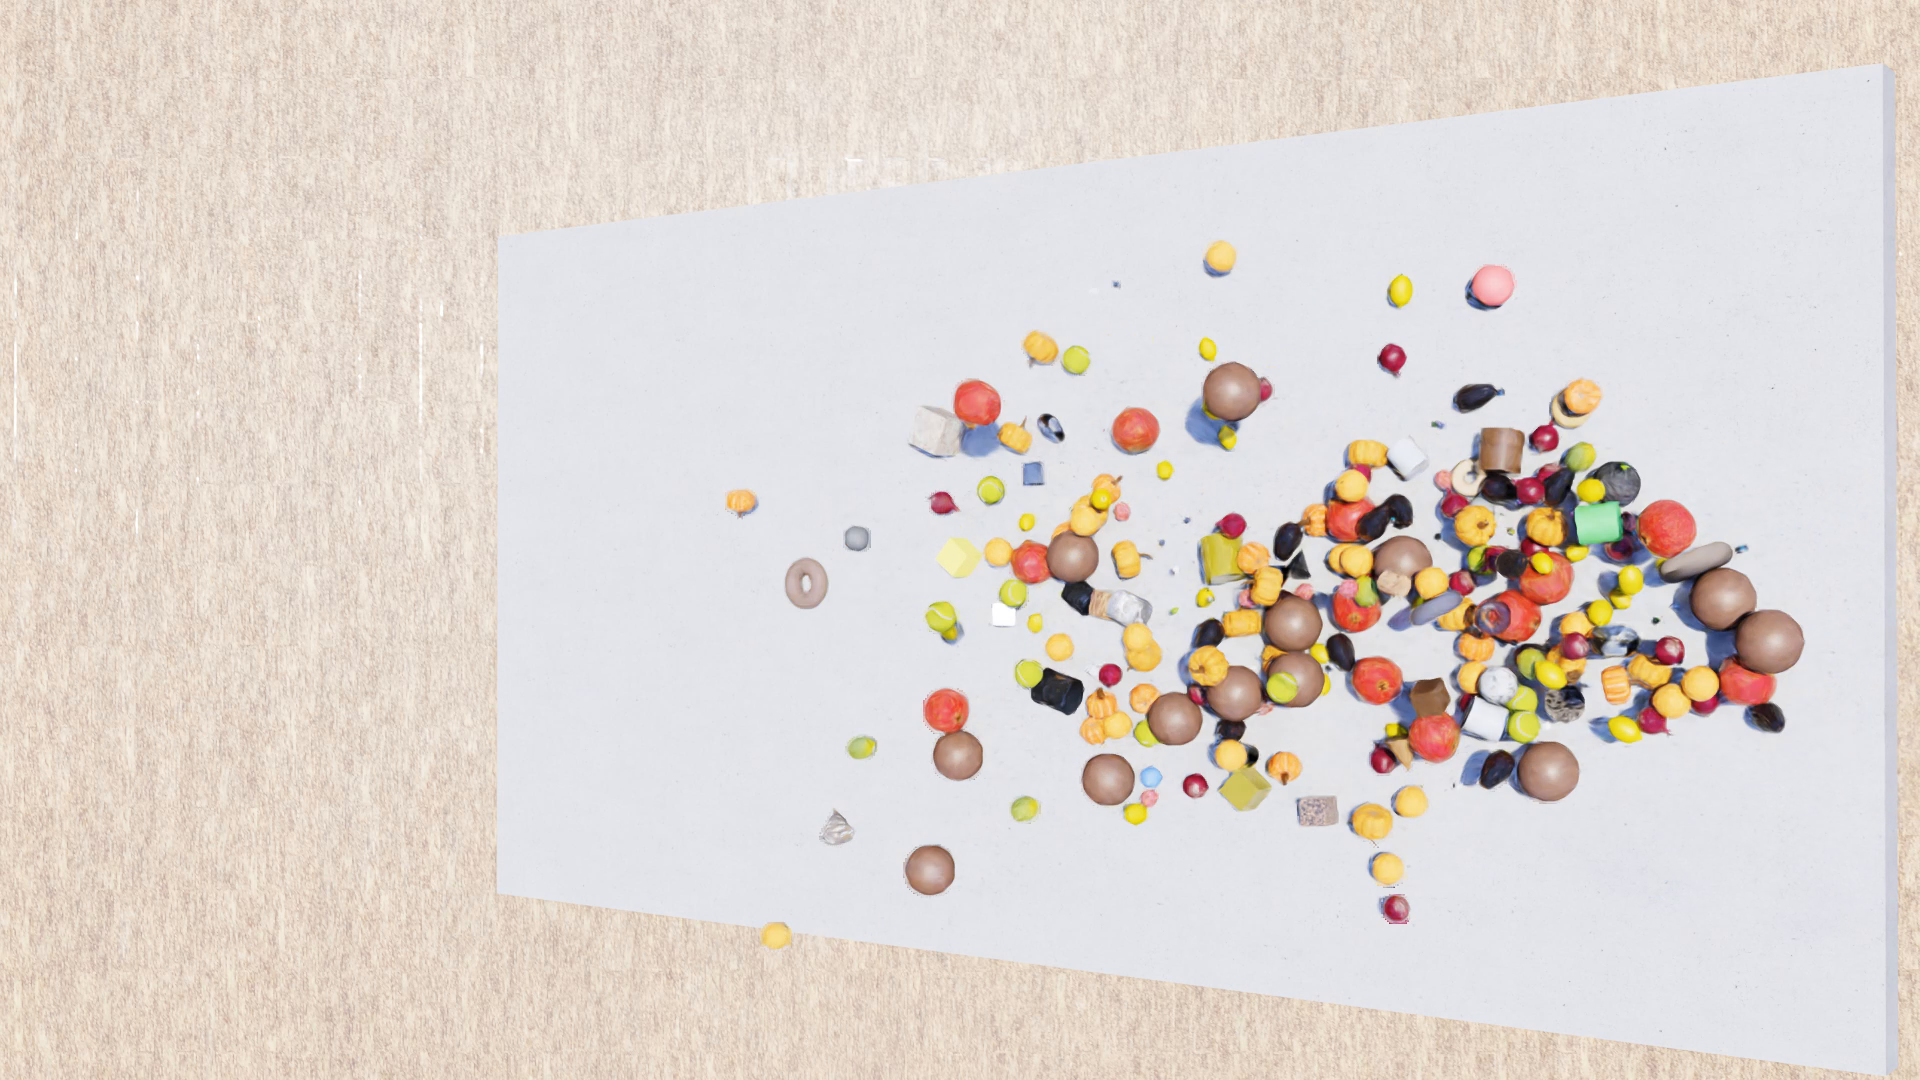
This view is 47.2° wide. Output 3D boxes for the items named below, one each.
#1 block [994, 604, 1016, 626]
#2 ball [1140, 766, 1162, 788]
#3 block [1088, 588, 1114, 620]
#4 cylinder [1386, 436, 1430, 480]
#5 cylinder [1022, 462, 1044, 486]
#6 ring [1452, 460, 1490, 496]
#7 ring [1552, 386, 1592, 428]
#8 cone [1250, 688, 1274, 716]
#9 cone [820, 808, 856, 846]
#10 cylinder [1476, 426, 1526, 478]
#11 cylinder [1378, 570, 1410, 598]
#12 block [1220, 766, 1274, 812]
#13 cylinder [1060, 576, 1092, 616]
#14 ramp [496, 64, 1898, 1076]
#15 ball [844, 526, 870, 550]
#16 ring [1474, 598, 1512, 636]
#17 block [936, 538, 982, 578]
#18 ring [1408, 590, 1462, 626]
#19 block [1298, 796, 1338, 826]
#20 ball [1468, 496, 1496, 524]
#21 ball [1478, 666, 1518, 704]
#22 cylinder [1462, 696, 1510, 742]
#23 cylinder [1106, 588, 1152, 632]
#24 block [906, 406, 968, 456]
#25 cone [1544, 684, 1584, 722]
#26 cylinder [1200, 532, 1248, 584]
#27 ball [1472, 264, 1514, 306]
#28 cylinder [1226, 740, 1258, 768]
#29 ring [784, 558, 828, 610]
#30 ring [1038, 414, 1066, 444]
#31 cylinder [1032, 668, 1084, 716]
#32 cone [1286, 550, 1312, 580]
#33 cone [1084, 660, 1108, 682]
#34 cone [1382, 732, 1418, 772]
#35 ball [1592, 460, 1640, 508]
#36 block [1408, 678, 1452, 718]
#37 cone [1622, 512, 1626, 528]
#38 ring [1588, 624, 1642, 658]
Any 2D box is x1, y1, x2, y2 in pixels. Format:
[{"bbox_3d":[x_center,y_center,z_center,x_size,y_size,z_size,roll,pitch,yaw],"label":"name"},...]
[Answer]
[{"bbox_3d":[0.111,0.188,5.519,0.053,0.053,0.053,1,87,1],"label":"block"},{"bbox_3d":[0.461,0.572,5.298,0.053,0.053,0.053,0,90,0],"label":"ball"},{"bbox_3d":[0.360,0.157,5.368,0.062,0.062,0.062,17,99,35],"label":"block"},{"bbox_3d":[0.999,-0.182,4.900,0.070,0.070,0.070,-36,67,0],"label":"cylinder"},{"bbox_3d":[0.183,-0.165,5.503,0.055,0.055,0.055,-1,89,0],"label":"cylinder"},{"bbox_3d":[1.120,-0.137,4.828,0.084,0.028,0.084,-8,71,25],"label":"ring"},{"bbox_3d":[1.308,-0.284,4.701,0.089,0.030,0.089,0,90,36],"label":"ring"},{"bbox_3d":[0.691,0.379,5.125,0.063,0.063,0.063,0,89,36],"label":"cone"},{"bbox_3d":[-0.331,0.752,5.880,0.092,0.092,0.092,-11,48,0],"label":"cone"},{"bbox_3d":[1.169,-0.190,4.754,0.093,0.093,0.093,10,80,0],"label":"cylinder"},{"bbox_3d":[0.936,0.096,4.744,0.050,0.050,0.050,-12,112,-33],"label":"cylinder"},{"bbox_3d":[0.669,0.581,5.134,0.073,0.073,0.073,46,115,27],"label":"block"},{"bbox_3d":[0.298,0.138,5.409,0.071,0.071,0.071,41,90,29],"label":"cylinder"},{"bbox_3d":[0.238,0.066,5.559,4.000,0.100,2.000,0,89,36],"label":"ramp"},{"bbox_3d":[-0.273,-0.005,5.828,0.068,0.068,0.068,0,90,0],"label":"ball"},{"bbox_3d":[1.131,0.163,4.669,0.079,0.026,0.079,0,92,5],"label":"ring"},{"bbox_3d":[-0.001,0.044,5.627,0.071,0.071,0.071,47,115,27],"label":"block"},{"bbox_3d":[1.016,0.146,4.698,0.124,0.124,0.041,-28,81,0],"label":"ring"},{"bbox_3d":[0.821,0.620,5.028,0.064,0.064,0.064,-6,86,36],"label":"block"},{"bbox_3d":[1.138,-0.067,4.798,0.060,0.060,0.060,0,90,0],"label":"ball"},{"bbox_3d":[1.152,0.310,4.706,0.084,0.084,0.084,0,90,0],"label":"ball"},{"bbox_3d":[1.131,0.386,4.733,0.078,0.078,0.078,23,90,7],"label":"cylinder"},{"bbox_3d":[0.409,0.169,5.306,0.079,0.079,0.079,28,90,32],"label":"cylinder"},{"bbox_3d":[-0.058,-0.280,5.654,0.098,0.098,0.098,27,105,33],"label":"block"},{"bbox_3d":[1.282,0.356,4.685,0.084,0.084,0.084,-2,74,6],"label":"cone"},{"bbox_3d":[0.616,0.042,5.136,0.098,0.098,0.098,-6,76,0],"label":"cylinder"},{"bbox_3d":[1.157,-0.553,4.776,0.090,0.090,0.090,0,90,0],"label":"ball"},{"bbox_3d":[0.656,0.498,5.110,0.053,0.053,0.053,16,90,-30],"label":"cylinder"},{"bbox_3d":[-0.416,0.119,5.944,0.141,0.047,0.141,-1,89,37],"label":"ring"},{"bbox_3d":[0.227,-0.277,5.466,0.029,0.088,0.088,-41,90,-23],"label":"ring"},{"bbox_3d":[0.241,0.374,5.434,0.093,0.093,0.093,19,90,35],"label":"cylinder"},{"bbox_3d":[0.784,0.049,5.081,0.065,0.065,0.065,14,65,0],"label":"cone"},{"bbox_3d":[0.344,0.312,5.397,0.056,0.056,0.056,45,94,0],"label":"cone"},{"bbox_3d":[0.976,0.471,4.824,0.080,0.080,0.080,-13,91,0],"label":"cone"},{"bbox_3d":[1.375,-0.116,4.608,0.099,0.099,0.099,0,90,0],"label":"ball"},{"bbox_3d":[0.997,0.334,4.665,0.057,0.057,0.057,-12,112,39],"label":"block"},{"bbox_3d":[1.392,-0.041,4.641,0.053,0.053,0.053,36,84,0],"label":"cone"},{"bbox_3d":[1.360,0.209,4.567,0.109,0.109,0.036,-6,117,0],"label":"ring"}]
